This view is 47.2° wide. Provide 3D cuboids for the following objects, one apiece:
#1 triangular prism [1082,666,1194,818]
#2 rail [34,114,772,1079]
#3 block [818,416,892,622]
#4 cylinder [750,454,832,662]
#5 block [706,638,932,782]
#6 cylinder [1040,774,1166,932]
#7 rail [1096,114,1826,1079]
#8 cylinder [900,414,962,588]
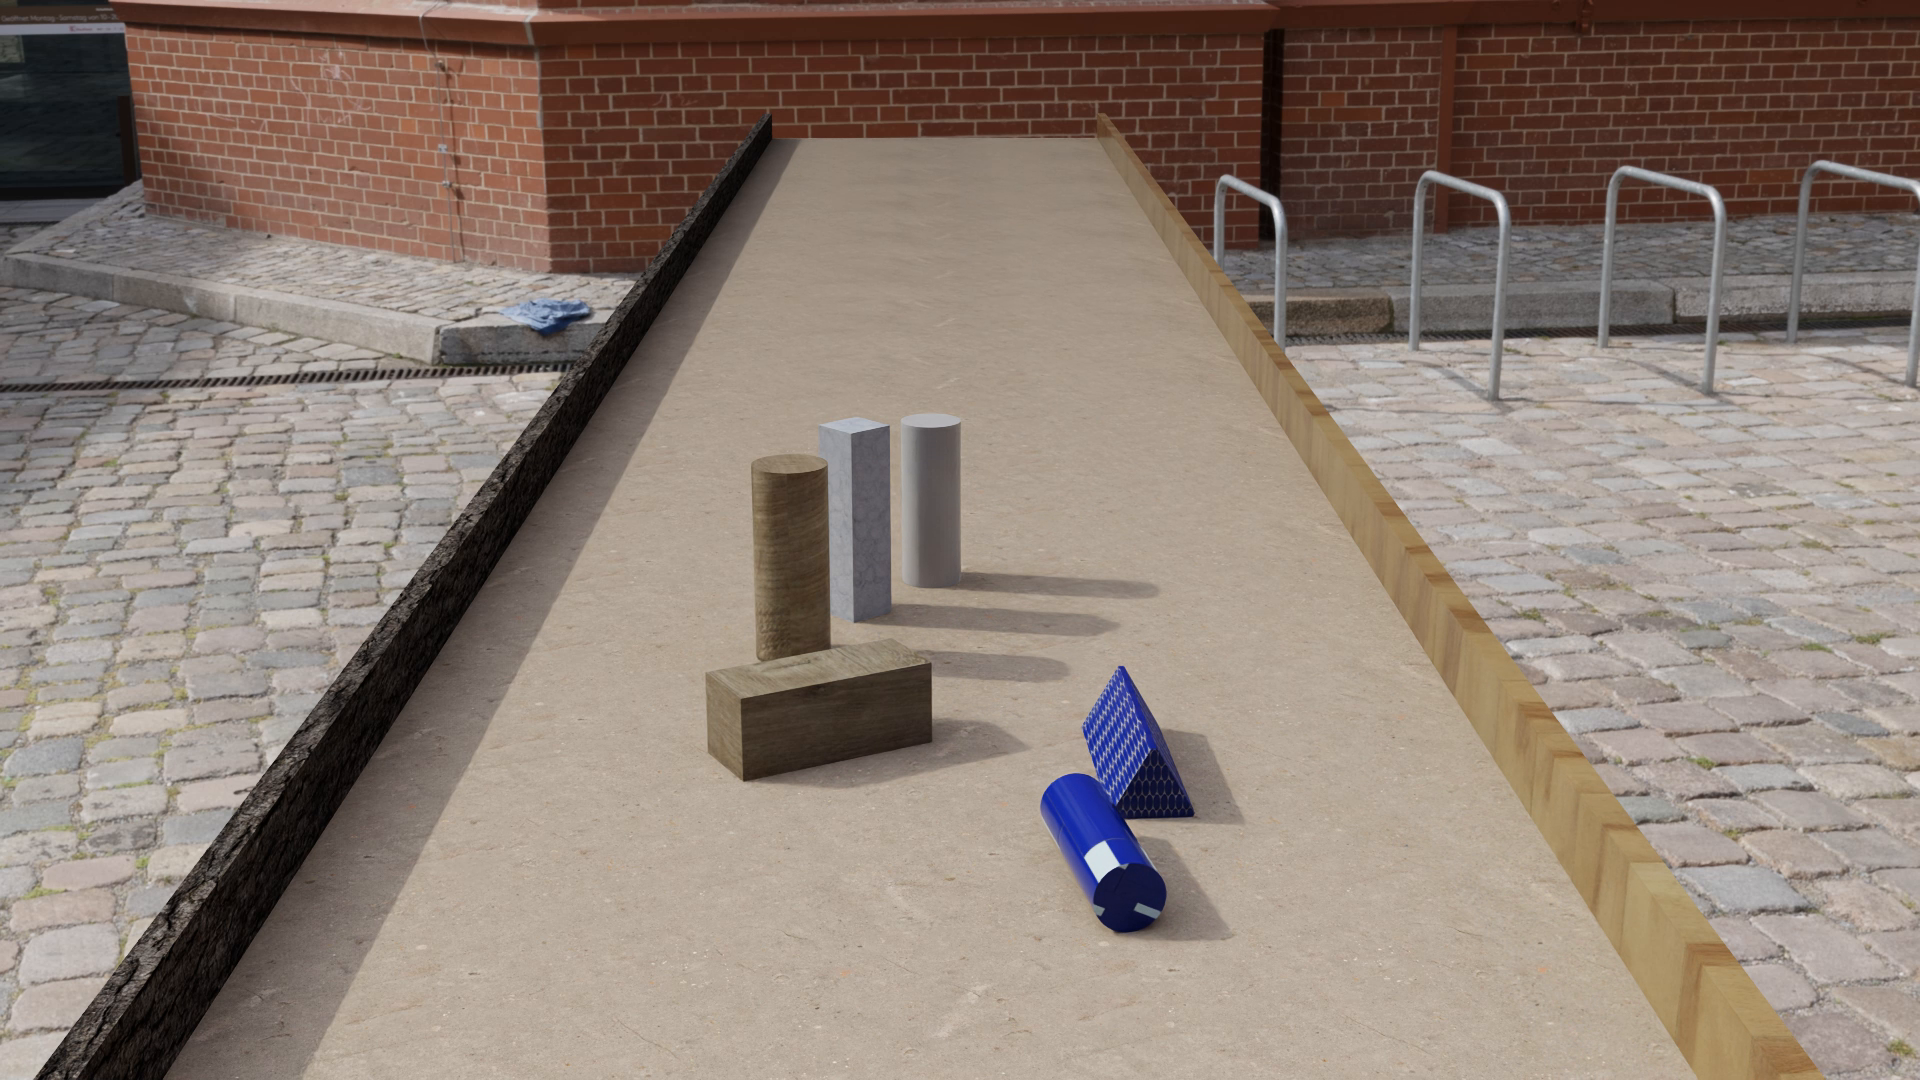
[{"bbox_3d":[0.308,0.345,3.842,0.140,0.122,0.405,-1,17,-4],"label":"triangular prism"},{"bbox_3d":[-1.118,-0.838,7.780,0.050,0.150,12.000,0,17,-1],"label":"rail"},{"bbox_3d":[-0.221,-0.043,4.650,0.106,0.411,0.106,-15,22,-41],"label":"block"},{"bbox_3d":[-0.336,0.041,4.391,0.152,0.399,0.152,0,17,0],"label":"cylinder"},{"bbox_3d":[-0.251,0.301,3.947,0.374,0.153,0.153,-9,19,-28],"label":"block"},{"bbox_3d":[0.218,0.480,3.415,0.112,0.112,0.348,-3,17,-11],"label":"cylinder"},{"bbox_3d":[0.932,-0.844,7.801,0.050,0.150,12.000,0,17,-1],"label":"rail"},{"bbox_3d":[-0.064,-0.087,4.879,0.133,0.366,0.133,0,17,0],"label":"cylinder"}]
